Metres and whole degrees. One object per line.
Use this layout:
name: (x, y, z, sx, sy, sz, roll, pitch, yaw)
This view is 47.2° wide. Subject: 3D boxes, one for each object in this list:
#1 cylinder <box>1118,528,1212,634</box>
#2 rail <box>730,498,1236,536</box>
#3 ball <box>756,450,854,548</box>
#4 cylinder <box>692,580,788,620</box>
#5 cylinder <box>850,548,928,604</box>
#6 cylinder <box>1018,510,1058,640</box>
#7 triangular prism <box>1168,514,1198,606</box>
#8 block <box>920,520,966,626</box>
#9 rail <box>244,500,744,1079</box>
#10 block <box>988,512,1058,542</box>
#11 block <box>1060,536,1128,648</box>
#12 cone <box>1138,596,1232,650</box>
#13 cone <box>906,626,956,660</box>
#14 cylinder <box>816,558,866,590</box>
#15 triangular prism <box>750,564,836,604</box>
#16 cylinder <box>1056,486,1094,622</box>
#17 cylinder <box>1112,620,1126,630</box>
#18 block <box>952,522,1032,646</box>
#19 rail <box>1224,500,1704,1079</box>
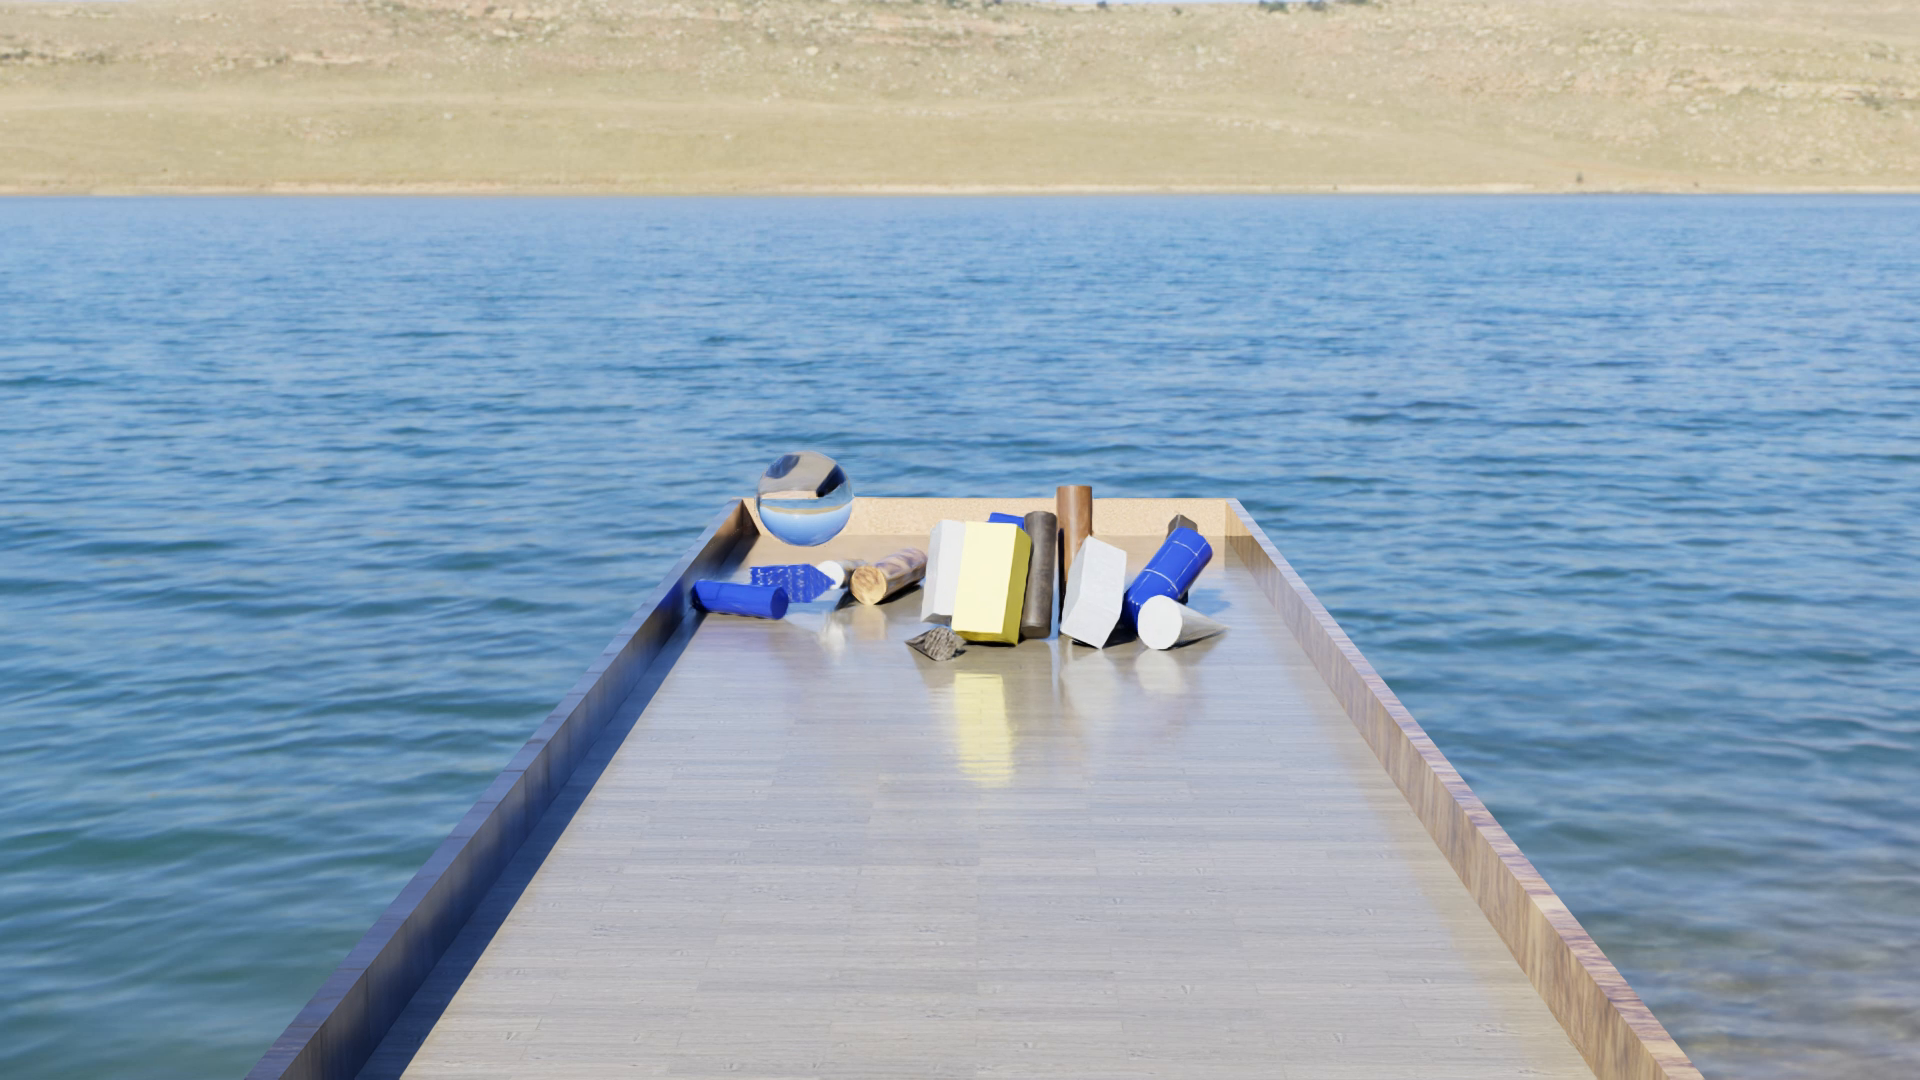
cylinder: (0.660, 0.134, 7.112, 0.156, 0.156, 0.358, 8, 46, 42)
rail: (0.099, -0.098, 9.147, 2.100, 0.150, 0.050, 0, 9, 1)
ball: (-0.534, -0.141, 7.563, 0.334, 0.334, 0.334, 0, 9, 0)
cylinder: (-0.743, 0.200, 7.407, 0.321, 0.107, 0.107, 5, 10, 28)
cylinder: (-0.246, 0.124, 7.797, 0.134, 0.134, 0.437, 3, 10, 19)
cylinder: (0.249, 0.112, 7.046, 0.108, 0.406, 0.108, 4, -26, 2)
triangular prism: (0.703, 0.103, 7.306, 0.086, 0.364, 0.099, -14, -33, 44)
block: (-0.006, 0.113, 7.099, 0.175, 0.308, 0.175, 9, -13, -12)
rail: (-1.004, 0.839, 3.234, 0.050, 0.150, 12.000, 0, 9, 1)
block: (0.160, 0.093, 7.270, 0.168, 0.318, 0.168, 28, -11, -39)
block: (0.426, 0.162, 6.977, 0.141, 0.141, 0.376, 24, 31, -6)
cone: (0.754, 0.274, 7.008, 0.169, 0.169, 0.407, 8, 1, 41)
cone: (-0.118, 0.319, 6.832, 0.103, 0.103, 0.303, -4, 0, -23)
cylinder: (-0.412, 0.119, 7.741, 0.103, 0.103, 0.443, 1, 1, 9)
triangular prism: (-0.592, 0.135, 7.477, 0.130, 0.113, 0.346, -38, 21, -34)
cylinder: (0.380, 0.049, 7.236, 0.119, 0.443, 0.119, -1, -7, 0)
cylinder: (0.495, 0.239, 7.157, 0.303, 0.107, 0.107, -8, 12, -42)
block: (0.101, 0.137, 6.908, 0.165, 0.350, 0.165, 3, -15, 20)
rail: (1.046, 0.843, 3.208, 0.050, 0.150, 12.000, 0, 9, 1)
